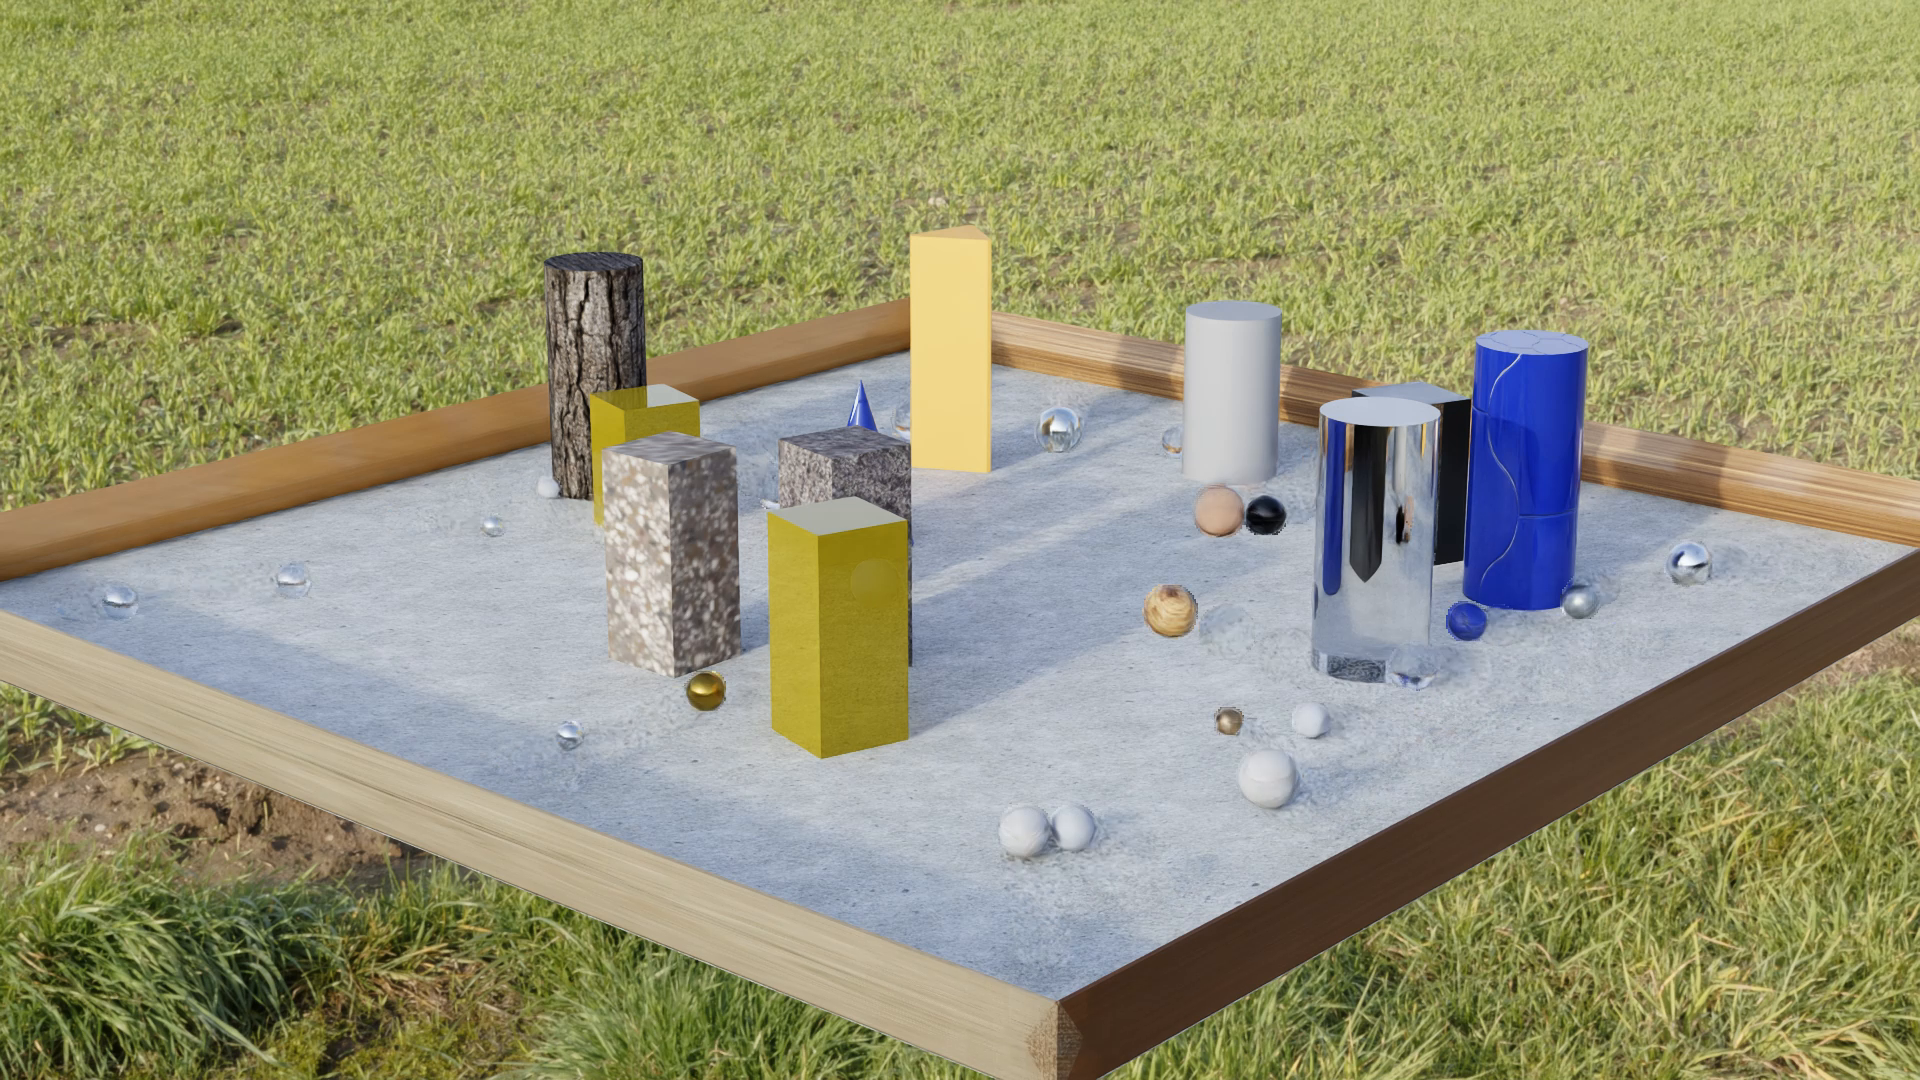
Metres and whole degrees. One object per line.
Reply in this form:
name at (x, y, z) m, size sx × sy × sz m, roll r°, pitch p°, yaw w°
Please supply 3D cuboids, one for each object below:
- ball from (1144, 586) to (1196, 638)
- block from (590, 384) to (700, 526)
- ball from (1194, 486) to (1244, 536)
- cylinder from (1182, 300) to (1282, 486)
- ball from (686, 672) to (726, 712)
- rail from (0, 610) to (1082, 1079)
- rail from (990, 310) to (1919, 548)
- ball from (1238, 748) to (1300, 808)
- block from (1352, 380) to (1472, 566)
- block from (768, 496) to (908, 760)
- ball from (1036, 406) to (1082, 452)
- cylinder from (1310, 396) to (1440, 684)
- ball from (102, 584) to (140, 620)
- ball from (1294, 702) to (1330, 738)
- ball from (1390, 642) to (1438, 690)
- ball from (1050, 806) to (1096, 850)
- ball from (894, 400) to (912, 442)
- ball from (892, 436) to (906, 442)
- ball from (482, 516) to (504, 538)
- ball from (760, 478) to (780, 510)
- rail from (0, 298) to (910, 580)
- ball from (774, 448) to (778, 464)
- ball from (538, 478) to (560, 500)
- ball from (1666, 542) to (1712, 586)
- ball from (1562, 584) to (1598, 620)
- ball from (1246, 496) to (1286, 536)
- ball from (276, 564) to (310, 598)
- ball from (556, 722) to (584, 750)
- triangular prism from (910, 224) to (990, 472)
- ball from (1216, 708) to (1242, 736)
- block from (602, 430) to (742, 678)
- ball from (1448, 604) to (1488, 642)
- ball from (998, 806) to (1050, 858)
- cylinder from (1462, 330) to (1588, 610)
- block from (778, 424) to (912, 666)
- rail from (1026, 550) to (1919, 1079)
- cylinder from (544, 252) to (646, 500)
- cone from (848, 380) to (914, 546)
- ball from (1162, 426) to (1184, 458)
ball at (0.352, 0.120, 4.896) m, size 0.085 × 0.085 × 0.085 m, roll 0°, pitch 17°, yaw 0°
block at (-0.588, -0.147, 5.494) m, size 0.152 × 0.250 × 0.152 m, roll -10°, pitch 19°, yaw -30°
ball at (0.483, -0.053, 5.455) m, size 0.094 × 0.094 × 0.094 m, roll 0°, pitch 17°, yaw 0°
cylinder at (0.541, -0.295, 5.844) m, size 0.191 × 0.332 × 0.191 m, roll 0°, pitch 17°, yaw 0°
ball at (-0.395, 0.236, 4.556) m, size 0.060 × 0.060 × 0.060 m, roll 0°, pitch 17°, yaw 0°
rail at (-0.875, 0.323, 4.155) m, size 2.650 × 0.124 × 0.045 m, roll 14°, pitch 22°, yaw 39°
rail at (0.875, -0.261, 6.086) m, size 2.650 × 0.124 × 0.045 m, roll 14°, pitch 22°, yaw 39°
ball at (0.439, 0.339, 4.169) m, size 0.087 × 0.087 × 0.087 m, roll 0°, pitch 17°, yaw 0°
block at (0.810, -0.117, 5.304) m, size 0.152 × 0.302 × 0.152 m, roll -8°, pitch 19°, yaw -26°
block at (-0.183, 0.130, 4.412) m, size 0.152 × 0.347 × 0.152 m, roll -10°, pitch 20°, yaw -31°
ball at (0.204, -0.227, 6.028) m, size 0.095 × 0.095 × 0.095 m, roll 0°, pitch 17°, yaw 0°
cylinder at (0.666, -0.002, 4.714) m, size 0.191 × 0.423 × 0.191 m, roll 0°, pitch 17°, yaw 0°
ball at (-1.428, 0.105, 4.988) m, size 0.060 × 0.060 × 0.060 m, roll 0°, pitch 17°, yaw 0°
ball at (0.533, 0.274, 4.441) m, size 0.054 × 0.054 × 0.054 m, roll 0°, pitch 17°, yaw 0°
ball at (0.719, 0.200, 4.647) m, size 0.075 × 0.075 × 0.075 m, roll 0°, pitch 17°, yaw 0°
ball at (0.155, 0.396, 4.024) m, size 0.061 × 0.061 × 0.061 m, roll 0°, pitch 17°, yaw 0°
ball at (-0.095, -0.247, 6.104) m, size 0.089 × 0.089 × 0.089 m, roll 0°, pitch 17°, yaw 0°
ball at (-0.132, -0.183, 5.940) m, size 0.056 × 0.056 × 0.056 m, roll 0°, pitch 17°, yaw 0°
ball at (-0.868, -0.025, 5.453) m, size 0.040 × 0.040 × 0.040 m, roll 0°, pitch 17°, yaw 0°
ball at (-0.351, -0.087, 5.624) m, size 0.062 × 0.062 × 0.062 m, roll 0°, pitch 17°, yaw 0°
rail at (-0.983, -0.216, 5.937) m, size 0.045 × 0.124 × 2.718 m, roll 14°, pitch 22°, yaw 39°
ball at (-0.336, -0.168, 5.875) m, size 0.070 × 0.070 × 0.070 m, roll 0°, pitch 17°, yaw 0°
ball at (-0.798, -0.098, 5.695) m, size 0.041 × 0.041 × 0.041 m, roll 0°, pitch 17°, yaw 0°
ball at (1.284, 0.042, 5.168) m, size 0.079 × 0.079 × 0.079 m, roll 0°, pitch 17°, yaw 0°
ball at (1.056, 0.105, 4.989) m, size 0.060 × 0.060 × 0.060 m, roll 0°, pitch 17°, yaw 0°
ball at (0.570, -0.046, 5.464) m, size 0.075 × 0.075 × 0.075 m, roll 0°, pitch 17°, yaw 0°
ball at (-1.161, 0.072, 5.100) m, size 0.060 × 0.060 × 0.060 m, roll 0°, pitch 17°, yaw 0°
ball at (-0.585, 0.294, 4.395) m, size 0.041 × 0.041 × 0.041 m, roll 0°, pitch 17°, yaw 0°
triangular prism at (0.001, -0.388, 5.908) m, size 0.165 × 0.473 × 0.143 m, roll 5°, pitch 18°, yaw 17°
ball at (0.408, 0.277, 4.455) m, size 0.041 × 0.041 × 0.041 m, roll 0°, pitch 17°, yaw 0°
block at (-0.467, 0.021, 4.756) m, size 0.152 × 0.355 × 0.152 m, roll 14°, pitch 22°, yaw 38°
ball at (0.845, 0.137, 4.879) m, size 0.063 × 0.063 × 0.063 m, roll 0°, pitch 17°, yaw 0°
ball at (0.088, 0.398, 4.000) m, size 0.071 × 0.071 × 0.071 m, roll 0°, pitch 17°, yaw 0°
cylinder at (0.976, -0.122, 5.065) m, size 0.191 × 0.451 × 0.191 m, roll 0°, pitch 17°, yaw 0°
block at (-0.184, 0.021, 4.725) m, size 0.152 × 0.373 × 0.152 m, roll -12°, pitch 21°, yaw -35°
rail at (0.983, 0.278, 4.304) m, size 0.045 × 0.124 × 2.718 m, roll 14°, pitch 22°, yaw 39°
cylinder at (-0.707, -0.321, 5.720) m, size 0.191 × 0.453 × 0.191 m, roll 0°, pitch 17°, yaw 0°
cone at (-0.180, -0.144, 5.380) m, size 0.191 × 0.311 × 0.191 m, roll 0°, pitch 17°, yaw 0°
ball at (0.446, -0.200, 5.984) m, size 0.068 × 0.068 × 0.068 m, roll 0°, pitch 17°, yaw 0°
